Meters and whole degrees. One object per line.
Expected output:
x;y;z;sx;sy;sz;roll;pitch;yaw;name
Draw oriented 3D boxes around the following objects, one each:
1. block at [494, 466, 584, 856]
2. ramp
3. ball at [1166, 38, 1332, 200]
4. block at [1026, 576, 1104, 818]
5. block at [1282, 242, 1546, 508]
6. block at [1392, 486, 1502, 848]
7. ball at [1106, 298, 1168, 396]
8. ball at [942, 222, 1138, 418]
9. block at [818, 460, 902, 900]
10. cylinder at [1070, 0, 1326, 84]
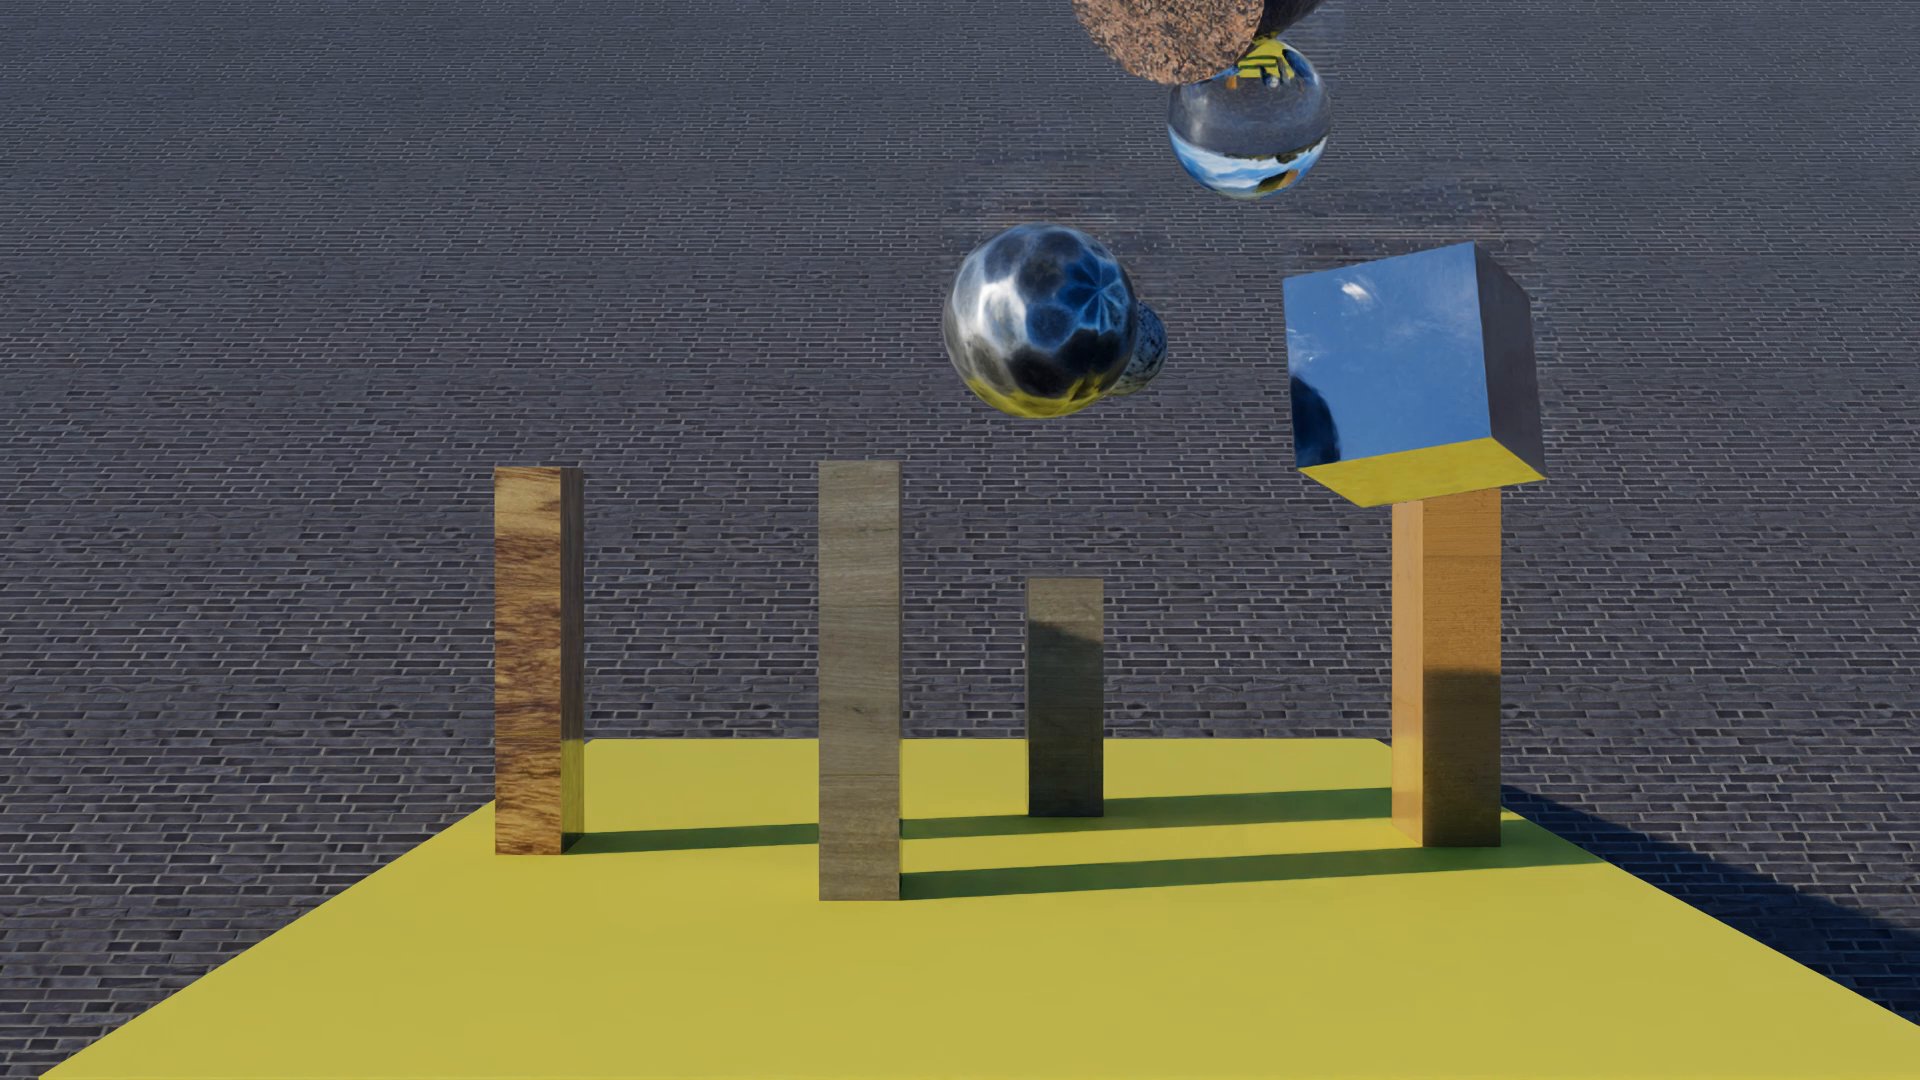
-0.725;0.202;4.470;0.110;0.652;0.271;0;0;0;block
0.064;0.576;4.620;2.000;0.100;4.000;0;0;0;ramp
0.235;-0.344;2.105;0.134;0.134;0.134;0;29;0;ball
0.200;0.297;5.015;0.141;0.451;0.259;0;0;0;block
0.464;-0.163;2.631;0.199;0.199;0.199;-9;-15;26;block
0.862;0.182;4.596;0.134;0.688;0.315;0;0;0;block
0.182;-0.226;3.005;0.118;0.118;0.118;0;29;0;ball
0.075;-0.205;2.412;0.183;0.183;0.183;0;29;0;ball
-0.149;0.207;3.946;0.119;0.650;0.259;0;0;0;block
0.199;-0.467;2.014;0.176;0.176;0.176;17;36;28;cylinder
